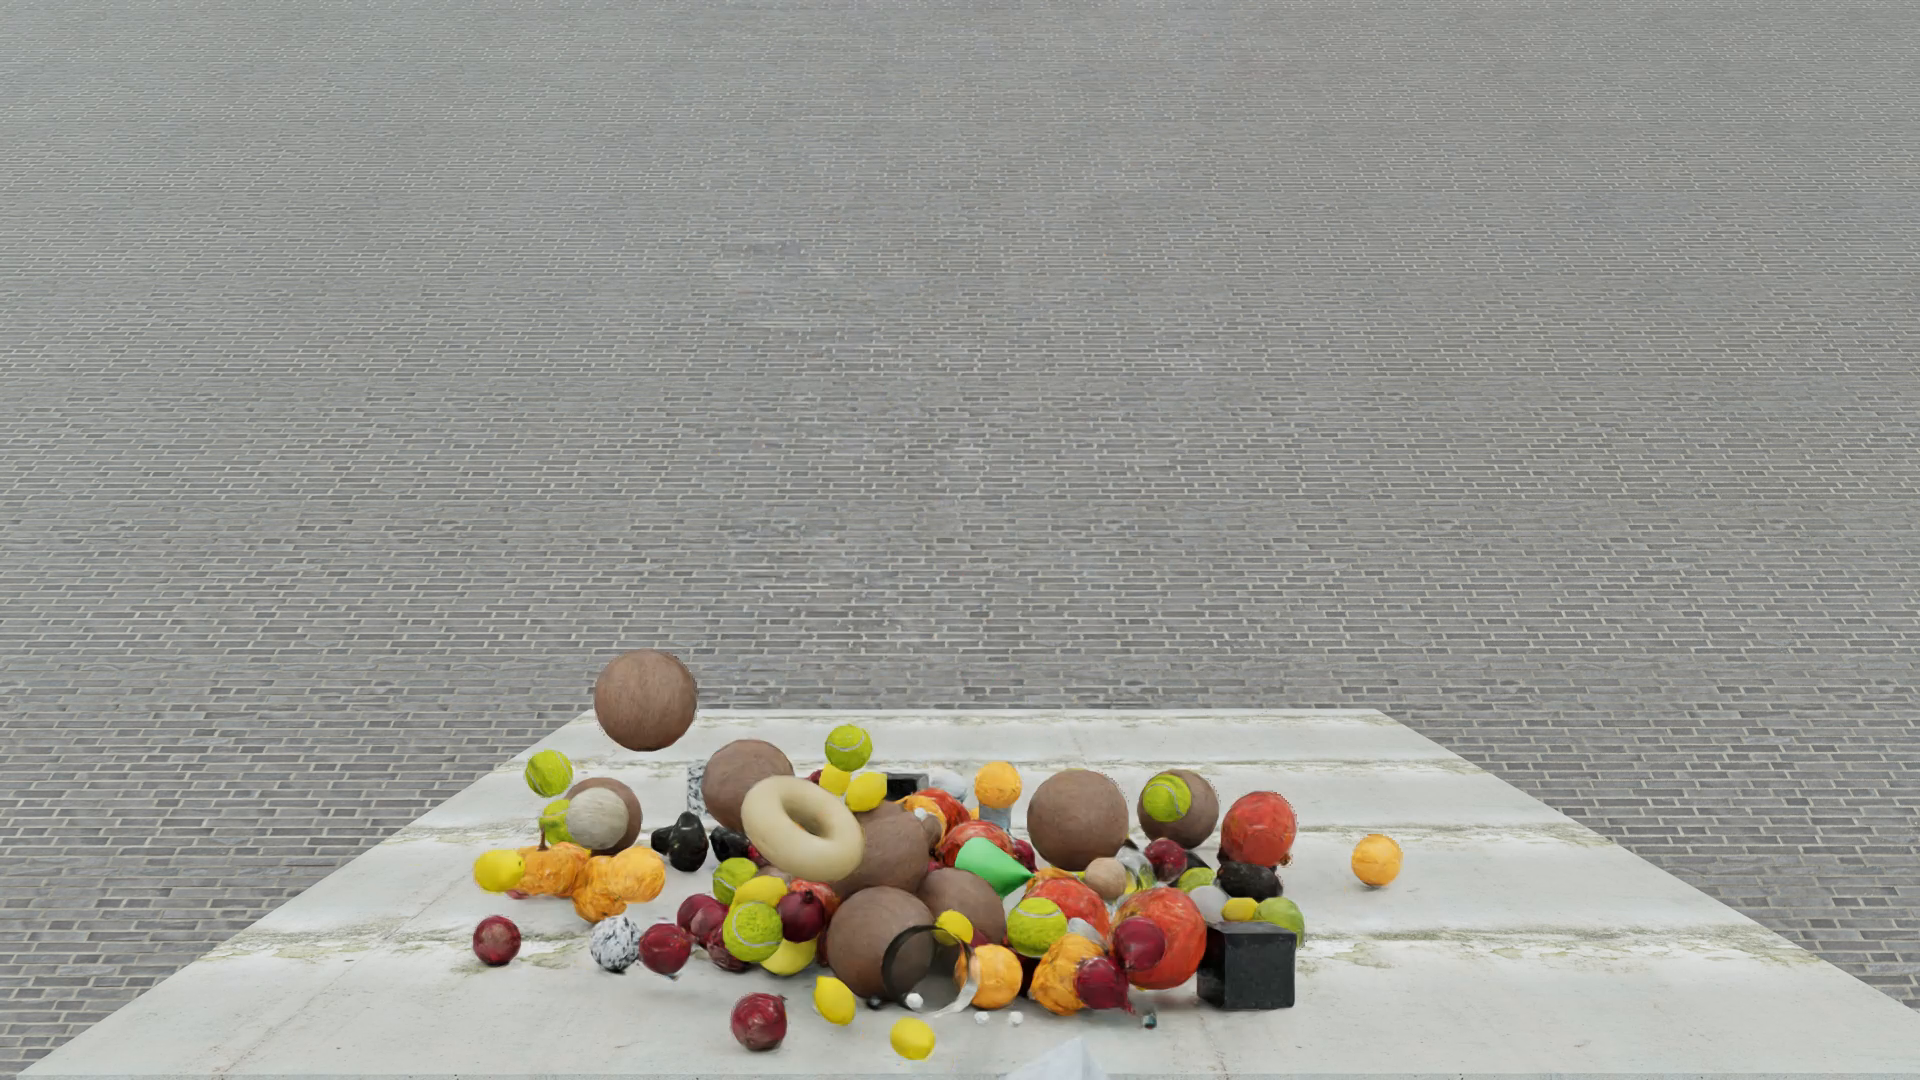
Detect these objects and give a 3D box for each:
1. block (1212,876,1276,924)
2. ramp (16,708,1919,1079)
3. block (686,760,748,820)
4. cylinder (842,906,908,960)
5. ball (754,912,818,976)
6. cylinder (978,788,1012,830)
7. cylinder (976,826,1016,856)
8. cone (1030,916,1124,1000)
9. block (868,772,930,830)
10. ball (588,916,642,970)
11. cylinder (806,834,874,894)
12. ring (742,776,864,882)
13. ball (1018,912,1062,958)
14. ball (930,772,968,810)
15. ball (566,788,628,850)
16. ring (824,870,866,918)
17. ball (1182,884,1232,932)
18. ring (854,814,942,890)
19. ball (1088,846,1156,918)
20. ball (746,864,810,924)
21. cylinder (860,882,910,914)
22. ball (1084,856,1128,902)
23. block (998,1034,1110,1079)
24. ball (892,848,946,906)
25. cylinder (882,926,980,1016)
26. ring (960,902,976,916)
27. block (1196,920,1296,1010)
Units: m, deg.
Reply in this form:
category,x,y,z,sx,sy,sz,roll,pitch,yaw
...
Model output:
category,x,y,z,sx,sy,sz,roll,pitch,yaw
block,0.375,0.477,3.405,0.061,0.061,0.061,-1,-3,-22
ramp,0.059,0.531,4.568,2.000,0.100,4.000,0,1,0
block,-0.425,0.436,4.510,0.094,0.094,0.094,0,1,3
cylinder,-0.105,0.486,3.193,0.060,0.060,0.060,-22,15,-38
ball,-0.207,0.479,3.060,0.075,0.075,0.075,0,26,0
cylinder,0.054,0.412,3.934,0.050,0.050,0.050,2,27,-1
cylinder,0.045,0.430,3.563,0.054,0.054,0.054,9,63,17
cone,0.117,0.495,2.927,0.097,0.097,0.097,-31,37,-22
block,-0.104,0.443,4.371,0.086,0.086,0.086,0,1,14
ball,-0.415,0.486,3.110,0.065,0.065,0.065,0,26,0
cylinder,-0.180,0.458,3.662,0.092,0.092,0.092,-22,10,-38
ring,-0.174,0.320,2.864,0.148,0.049,0.148,26,25,-13
ball,0.099,0.488,3.177,0.056,0.056,0.056,0,26,0
ball,-0.021,0.446,4.594,0.068,0.068,0.068,0,26,0
ball,-0.495,0.381,3.521,0.086,0.086,0.086,0,26,0
ring,-0.157,0.447,3.426,0.044,0.131,0.131,-26,28,0
ball,0.320,0.479,3.341,0.065,0.065,0.065,0,26,0
ring,-0.080,0.401,3.317,0.134,0.045,0.134,-37,1,1
ball,0.210,0.443,3.347,0.092,0.092,0.092,0,26,0
ball,-0.241,0.469,3.398,0.084,0.084,0.084,0,26,0
cylinder,-0.100,0.475,3.369,0.055,0.055,0.055,21,-5,2
ball,0.177,0.412,3.136,0.054,0.054,0.054,0,26,0
block,0.101,0.562,2.505,0.096,0.096,0.096,-31,11,10
ball,-0.063,0.461,3.568,0.089,0.089,0.089,0,26,0
cylinder,-0.030,0.458,2.739,0.091,0.091,0.091,5,-12,10
ring,0.036,0.478,3.485,0.027,0.082,0.082,52,41,4
block,0.322,0.479,2.911,0.084,0.084,0.084,2,1,-16
